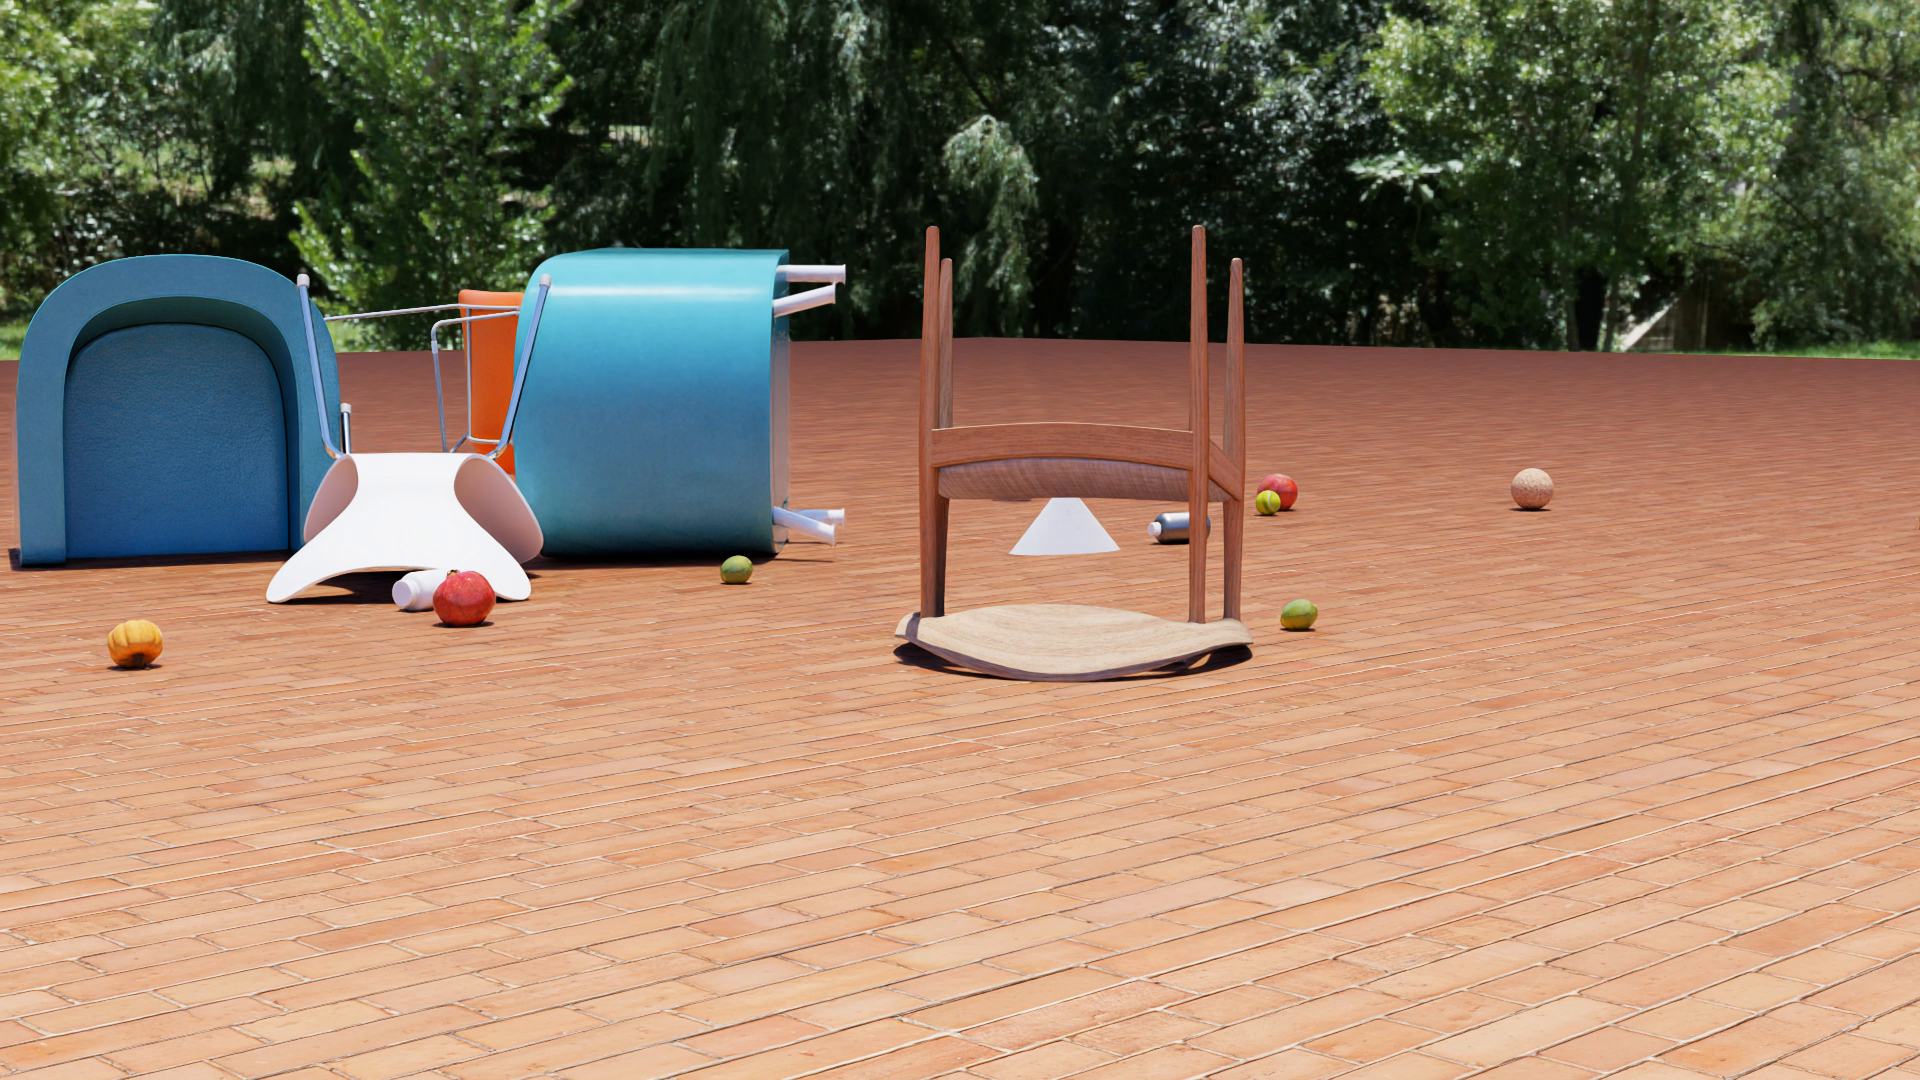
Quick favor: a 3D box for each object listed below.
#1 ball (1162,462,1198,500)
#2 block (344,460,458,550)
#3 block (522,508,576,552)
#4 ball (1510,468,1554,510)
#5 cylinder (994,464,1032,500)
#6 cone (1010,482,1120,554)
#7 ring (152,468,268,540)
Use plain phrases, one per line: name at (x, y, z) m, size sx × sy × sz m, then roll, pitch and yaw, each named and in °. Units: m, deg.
ball at (0.651, -0.175, 7.582) m, size 0.109 × 0.109 × 0.109 m, roll 0°, pitch 6°, yaw 0°
block at (-1.372, -0.088, 6.299) m, size 0.295 × 0.198 × 0.125 m, roll 6°, pitch 8°, yaw 43°
block at (-0.992, -0.025, 6.195) m, size 0.106 × 0.093 × 0.072 m, roll 4°, pitch 7°, yaw 32°
ball at (1.613, -0.143, 7.230) m, size 0.118 × 0.118 × 0.118 m, roll 0°, pitch 6°, yaw 0°
cylinder at (0.158, -0.173, 7.591) m, size 0.108 × 0.103 × 0.187 m, roll 0°, pitch 9°, yaw 2°
cone at (0.252, -0.058, 6.143) m, size 0.291 × 0.170 × 0.128 m, roll -3°, pitch 6°, yaw -24°
ring at (-1.900, -0.092, 6.501) m, size 0.297 × 0.090 × 0.225 m, roll -18°, pitch 49°, yaw -34°
